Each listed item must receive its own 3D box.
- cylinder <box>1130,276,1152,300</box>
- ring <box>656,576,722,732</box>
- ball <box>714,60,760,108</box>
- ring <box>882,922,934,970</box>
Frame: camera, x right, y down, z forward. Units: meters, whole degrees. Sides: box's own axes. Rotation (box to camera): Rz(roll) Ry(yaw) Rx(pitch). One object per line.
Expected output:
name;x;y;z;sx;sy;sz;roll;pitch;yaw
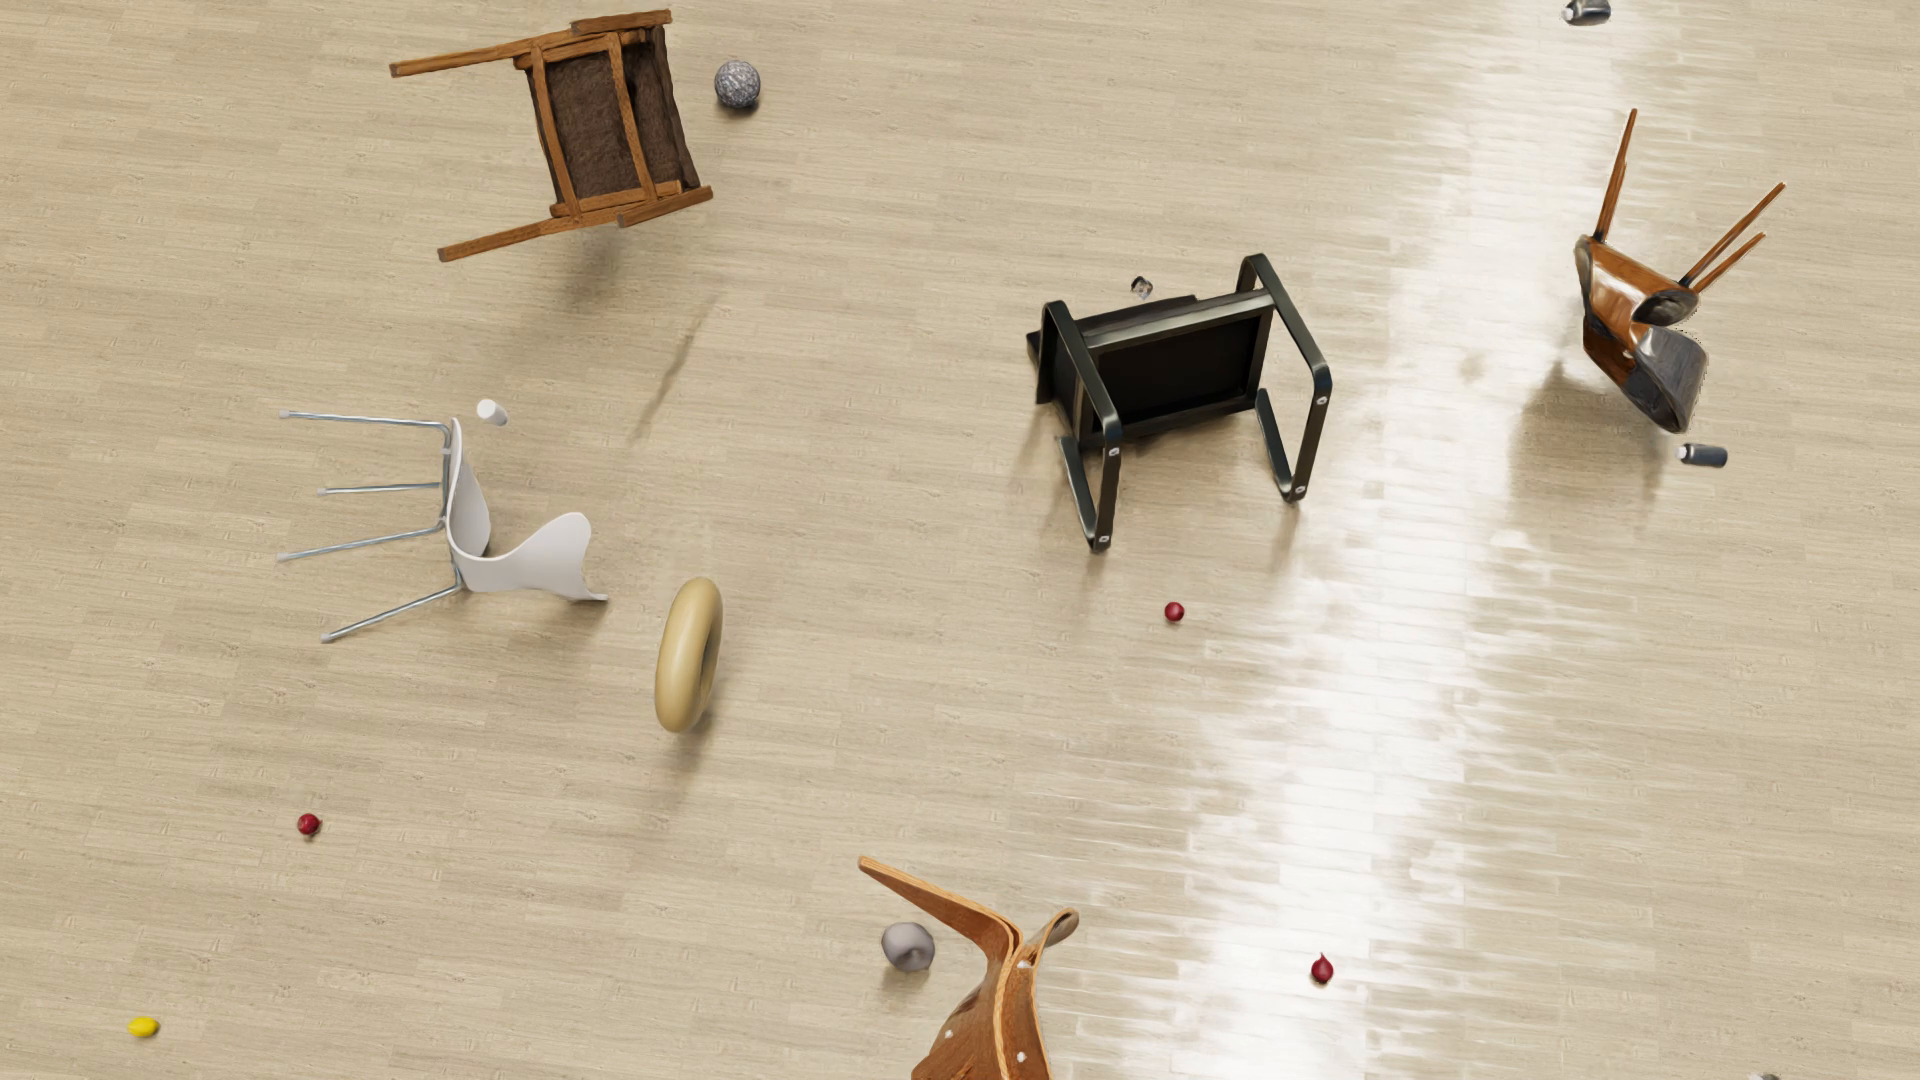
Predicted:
cylinder;0.585;-0.813;7.080;0.048;0.066;0.051;40;57;23
ring;-0.735;0.310;5.973;0.115;0.361;0.451;8;55;3
ball;-0.761;-1.561;7.525;0.160;0.160;0.160;0;56;0
ring;-0.134;1.057;5.716;0.125;0.241;0.078;-26;60;3
